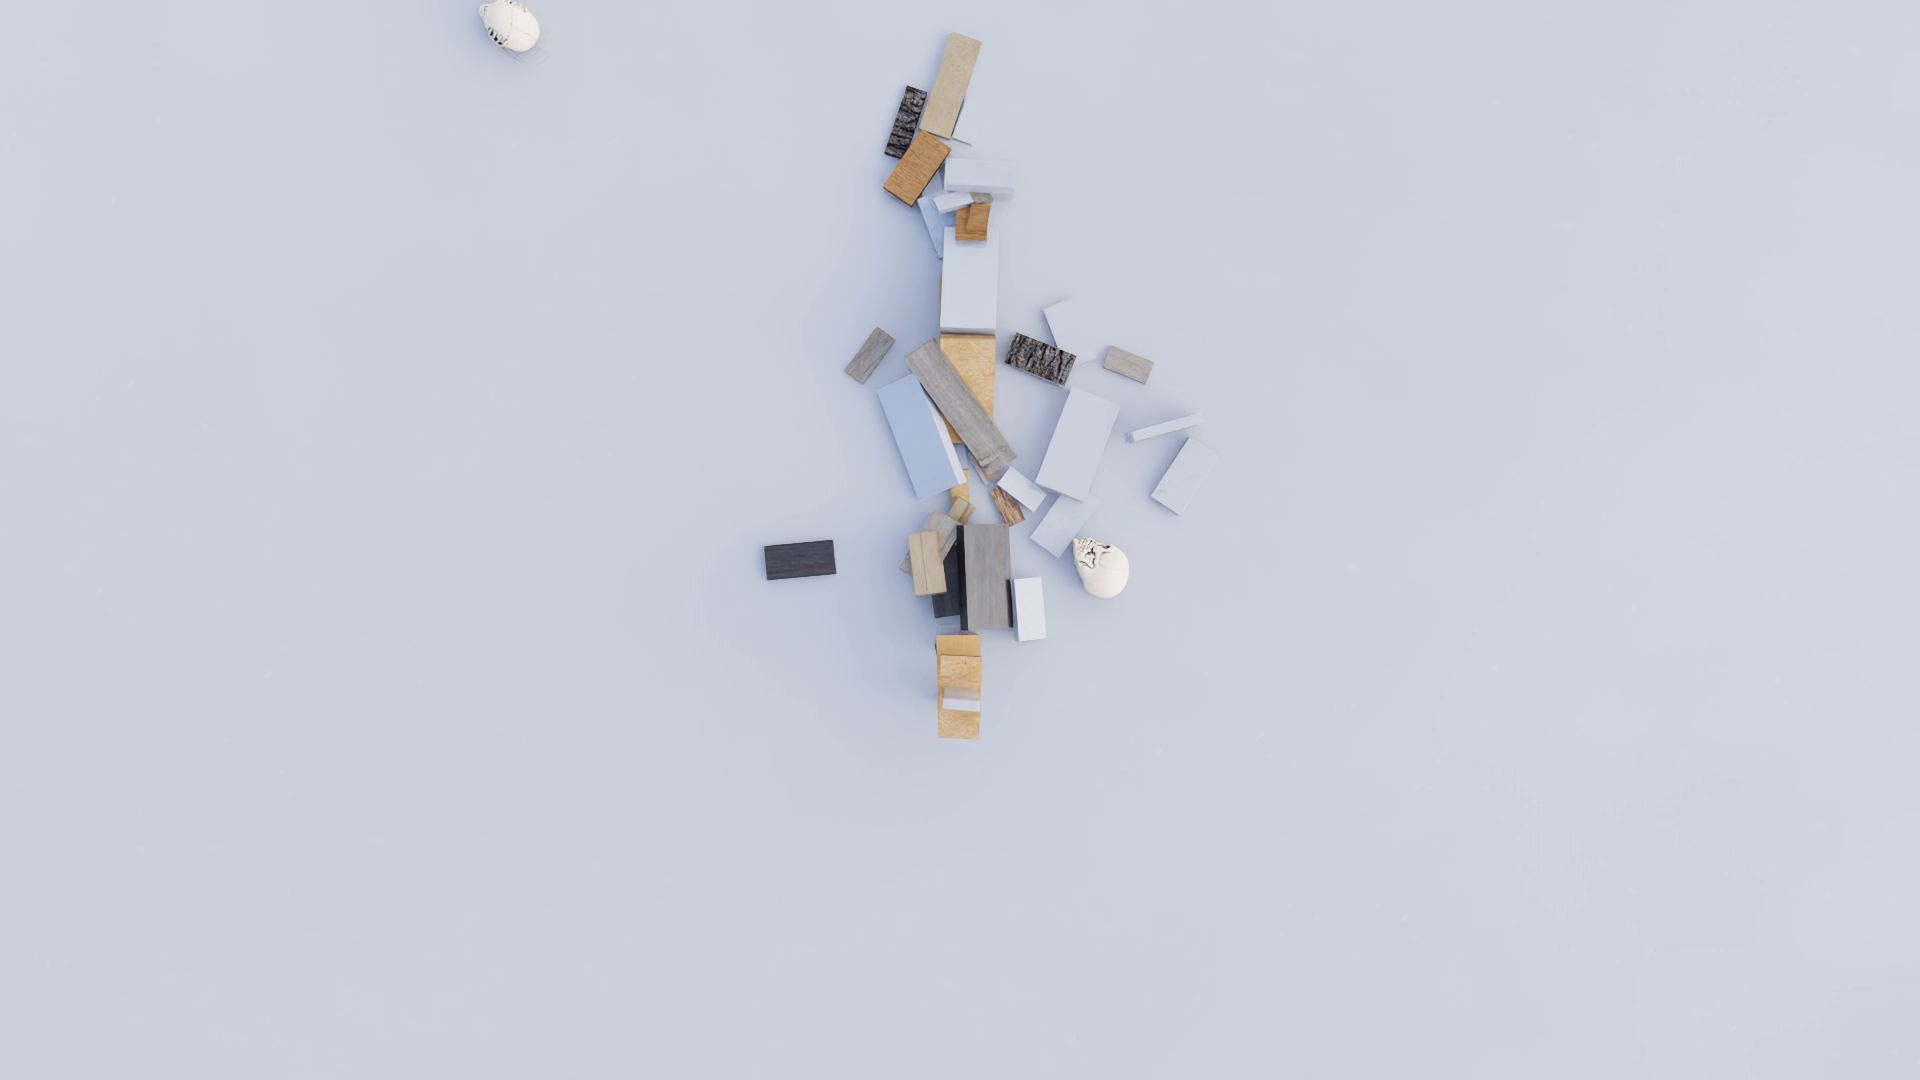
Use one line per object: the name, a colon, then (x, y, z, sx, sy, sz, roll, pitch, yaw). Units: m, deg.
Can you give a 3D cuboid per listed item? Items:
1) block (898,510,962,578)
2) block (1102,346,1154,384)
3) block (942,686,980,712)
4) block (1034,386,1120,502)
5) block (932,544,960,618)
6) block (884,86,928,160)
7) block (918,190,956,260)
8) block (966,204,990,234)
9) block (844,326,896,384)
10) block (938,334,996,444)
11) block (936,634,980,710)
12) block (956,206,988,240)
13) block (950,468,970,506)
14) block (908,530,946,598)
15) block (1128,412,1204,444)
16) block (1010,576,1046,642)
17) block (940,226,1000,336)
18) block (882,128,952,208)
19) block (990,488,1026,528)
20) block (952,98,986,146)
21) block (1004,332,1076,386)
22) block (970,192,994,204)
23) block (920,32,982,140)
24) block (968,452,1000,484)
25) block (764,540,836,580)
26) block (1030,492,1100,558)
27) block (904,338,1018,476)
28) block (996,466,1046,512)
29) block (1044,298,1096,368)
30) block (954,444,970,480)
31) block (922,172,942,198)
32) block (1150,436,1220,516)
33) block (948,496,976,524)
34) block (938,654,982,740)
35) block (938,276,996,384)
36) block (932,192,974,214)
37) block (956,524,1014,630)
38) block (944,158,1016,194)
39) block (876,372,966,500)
block: (-0.093, 0.025, 5.432, 0.115, 0.033, 0.230, 29, 79, 8)
block: (0.560, -0.583, 5.489, 0.154, 0.022, 0.077, 22, 90, 0)
block: (0.004, 0.458, 4.751, 0.102, 0.317, 0.029, 5, 91, 0)
block: (0.388, -0.314, 5.455, 0.172, 0.049, 0.345, 21, 83, 0)
block: (-0.043, 0.137, 5.464, 0.115, 0.033, 0.230, -8, 90, 0)
block: (-0.181, -1.388, 5.490, 0.070, 0.020, 0.236, 19, 90, 0)
block: (-0.058, -1.049, 5.474, 0.103, 0.029, 0.206, -21, 96, 0)
block: (0.060, -1.048, 5.383, 0.061, 0.017, 0.122, 7, 54, 5)
block: (-0.300, -0.614, 5.489, 0.077, 0.022, 0.185, 37, 90, 0)
block: (0.021, -0.493, 5.402, 0.179, 0.051, 0.357, 1, 114, -1)
block: (-0.005, 0.435, 5.210, 0.135, 0.038, 0.271, -1, 90, 0)
block: (0.038, -1.068, 5.427, 0.103, 0.029, 0.206, 1, 54, 1)
block: (-0.001, -0.174, 5.479, 0.060, 0.017, 0.121, -3, 102, 0)
block: (-0.106, 0.079, 5.389, 0.102, 0.029, 0.204, -7, 77, 0)
block: (0.680, -0.369, 5.441, 0.237, 0.118, 0.034, -16, 90, 0)
block: (0.226, 0.228, 5.465, 0.102, 0.029, 0.204, -5, 90, -26)
block: (0.032, -0.847, 5.386, 0.179, 0.051, 0.357, 2, 73, 1)
block: (-0.142, -1.231, 5.464, 0.116, 0.033, 0.231, 34, 90, 0)
block: (0.159, -0.115, 5.490, 0.068, 0.019, 0.137, -24, 90, 0)
block: (0.031, -1.392, 5.490, 0.070, 0.020, 0.140, 21, 90, 0)
block: (0.266, -0.600, 5.466, 0.214, 0.030, 0.107, 23, 97, 7)
block: (0.058, -1.157, 5.457, 0.061, 0.017, 0.122, -18, 61, -13)
block: (-0.031, -1.509, 5.485, 0.107, 0.030, 0.339, 19, 90, 0)
block: (0.081, -0.249, 5.491, 0.060, 0.017, 0.121, -30, 90, 0)
block: (-0.530, 0.066, 5.484, 0.230, 0.033, 0.115, -5, 90, 0)
block: (0.349, -0.070, 5.483, 0.118, 0.034, 0.237, 35, 90, 0)
block: (0.004, -0.434, 5.378, 0.116, 0.033, 0.483, -32, 109, 15)
block: (0.205, -0.168, 5.475, 0.154, 0.022, 0.077, 38, 80, -5)
block: (0.364, -0.685, 5.485, 0.107, 0.030, 0.214, -21, 90, 0)
block: (-0.006, -0.257, 5.491, 0.060, 0.017, 0.121, -8, 90, 0)
block: (-0.099, -1.192, 5.490, 0.070, 0.020, 0.140, -12, 90, 0)
block: (0.746, -0.212, 5.483, 0.118, 0.034, 0.237, 33, 90, 0)
block: (-0.010, -0.068, 5.479, 0.068, 0.019, 0.137, 30, 100, 0)
block: (0.001, 0.469, 4.927, 0.123, 0.035, 0.246, 3, 90, 0)
block: (0.021, -0.693, 5.445, 0.179, 0.051, 0.357, -2, 90, 0)
block: (-0.022, -1.114, 5.429, 0.122, 0.017, 0.061, -17, 60, -12)
block: (0.082, 0.120, 5.436, 0.172, 0.049, 0.345, -2, 90, -30)
block: (0.065, -1.204, 5.456, 0.231, 0.033, 0.116, 3, 59, 0)
block: (-0.127, -0.344, 5.430, 0.172, 0.049, 0.392, -21, 90, 35)
